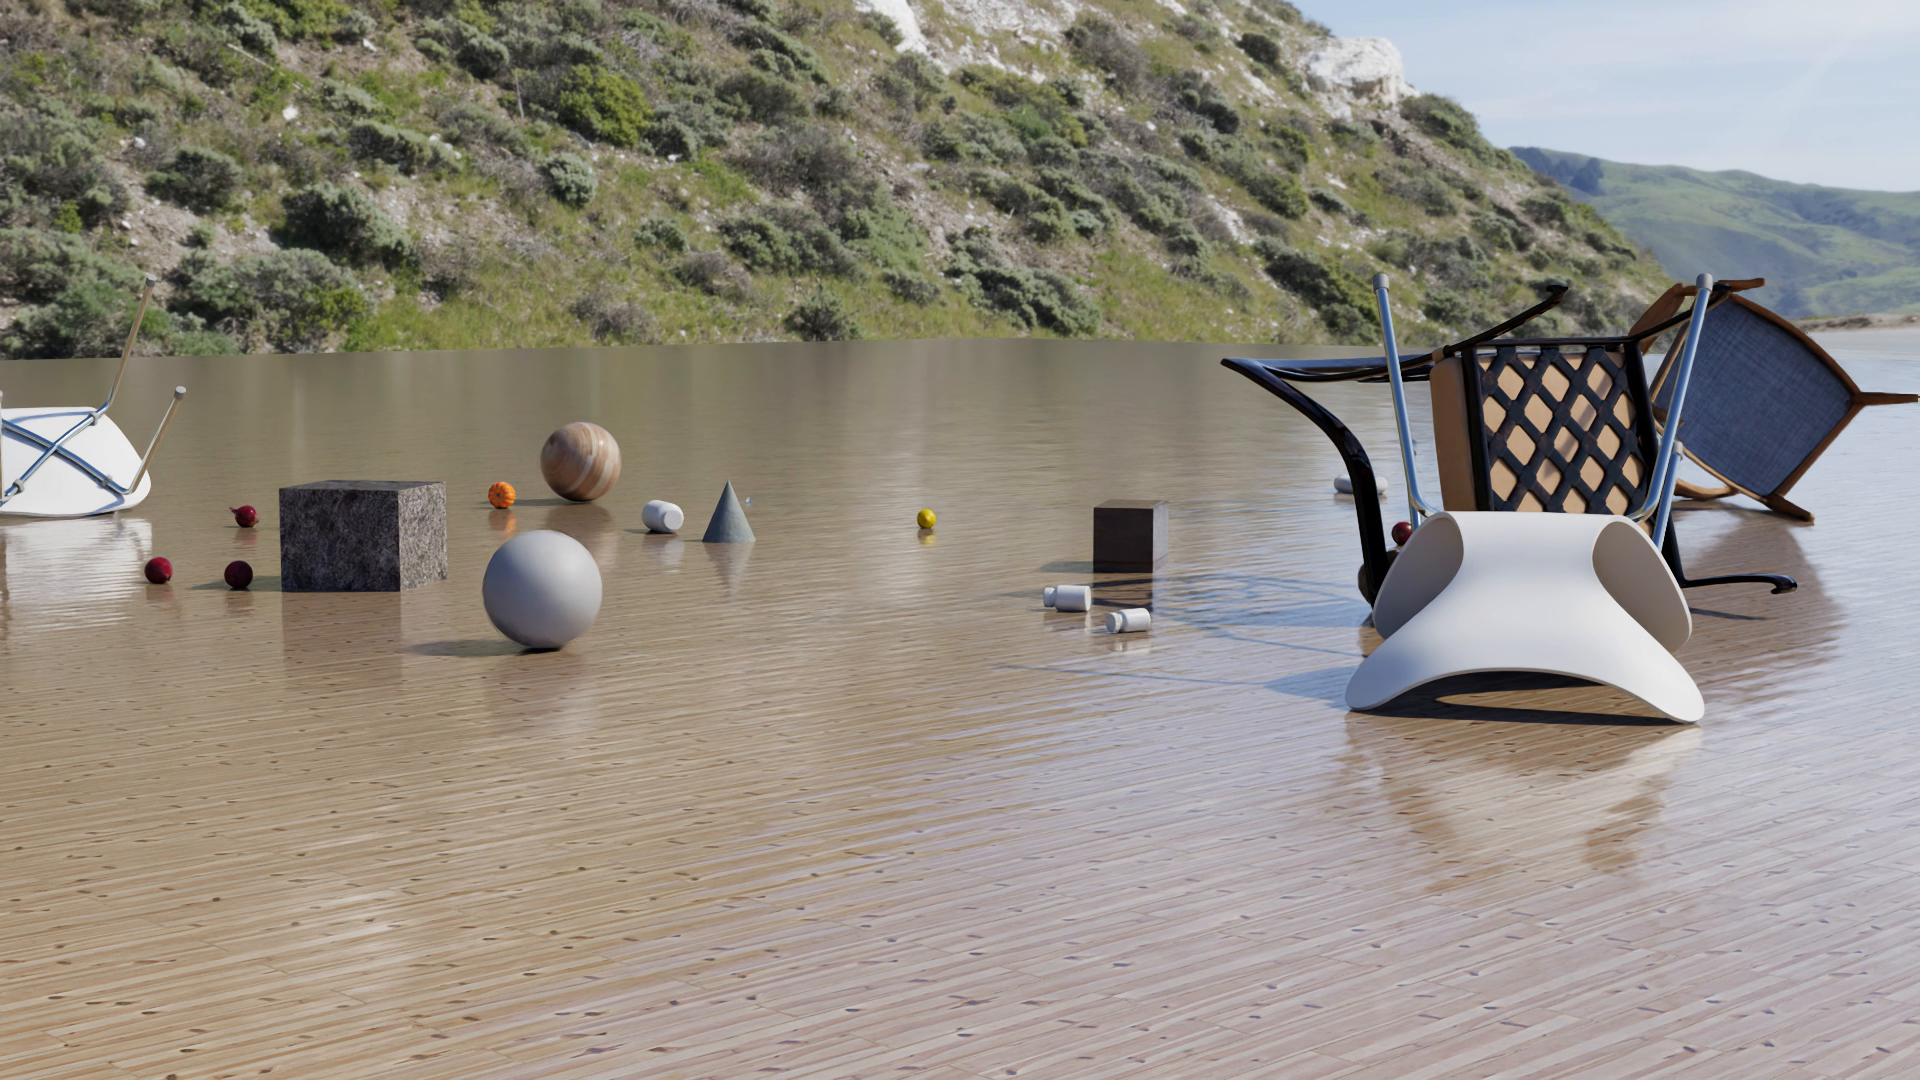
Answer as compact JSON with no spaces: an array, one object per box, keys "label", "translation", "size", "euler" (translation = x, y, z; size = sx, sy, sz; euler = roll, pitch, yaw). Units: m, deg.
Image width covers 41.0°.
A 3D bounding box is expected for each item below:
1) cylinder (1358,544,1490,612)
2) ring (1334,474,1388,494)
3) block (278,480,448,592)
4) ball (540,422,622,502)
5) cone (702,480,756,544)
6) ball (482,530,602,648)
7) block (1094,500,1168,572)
[{"label":"cylinder","translation":[0.918,0.076,5.082],"size":[0.180,0.122,0.186],"euler":[-5,3,-40]},{"label":"ring","translation":[1.222,-0.171,7.826],"size":[0.161,0.050,0.283],"euler":[-1,6,-1]},{"label":"block","translation":[-1.275,-0.012,5.497],"size":[0.270,0.212,0.241],"euler":[1,6,12]},{"label":"ball","translation":[-1.106,-0.228,7.479],"size":[0.234,0.234,0.234],"euler":[0,6,0]},{"label":"cone","translation":[-0.576,-0.075,6.394],"size":[0.135,0.154,0.134],"euler":[4,7,34]},{"label":"ball","translation":[-0.740,0.087,4.545],"size":[0.210,0.210,0.210],"euler":[0,6,0]},{"label":"block","translation":[0.388,-0.011,5.814],"size":[0.135,0.143,0.218],"euler":[1,6,13]}]
